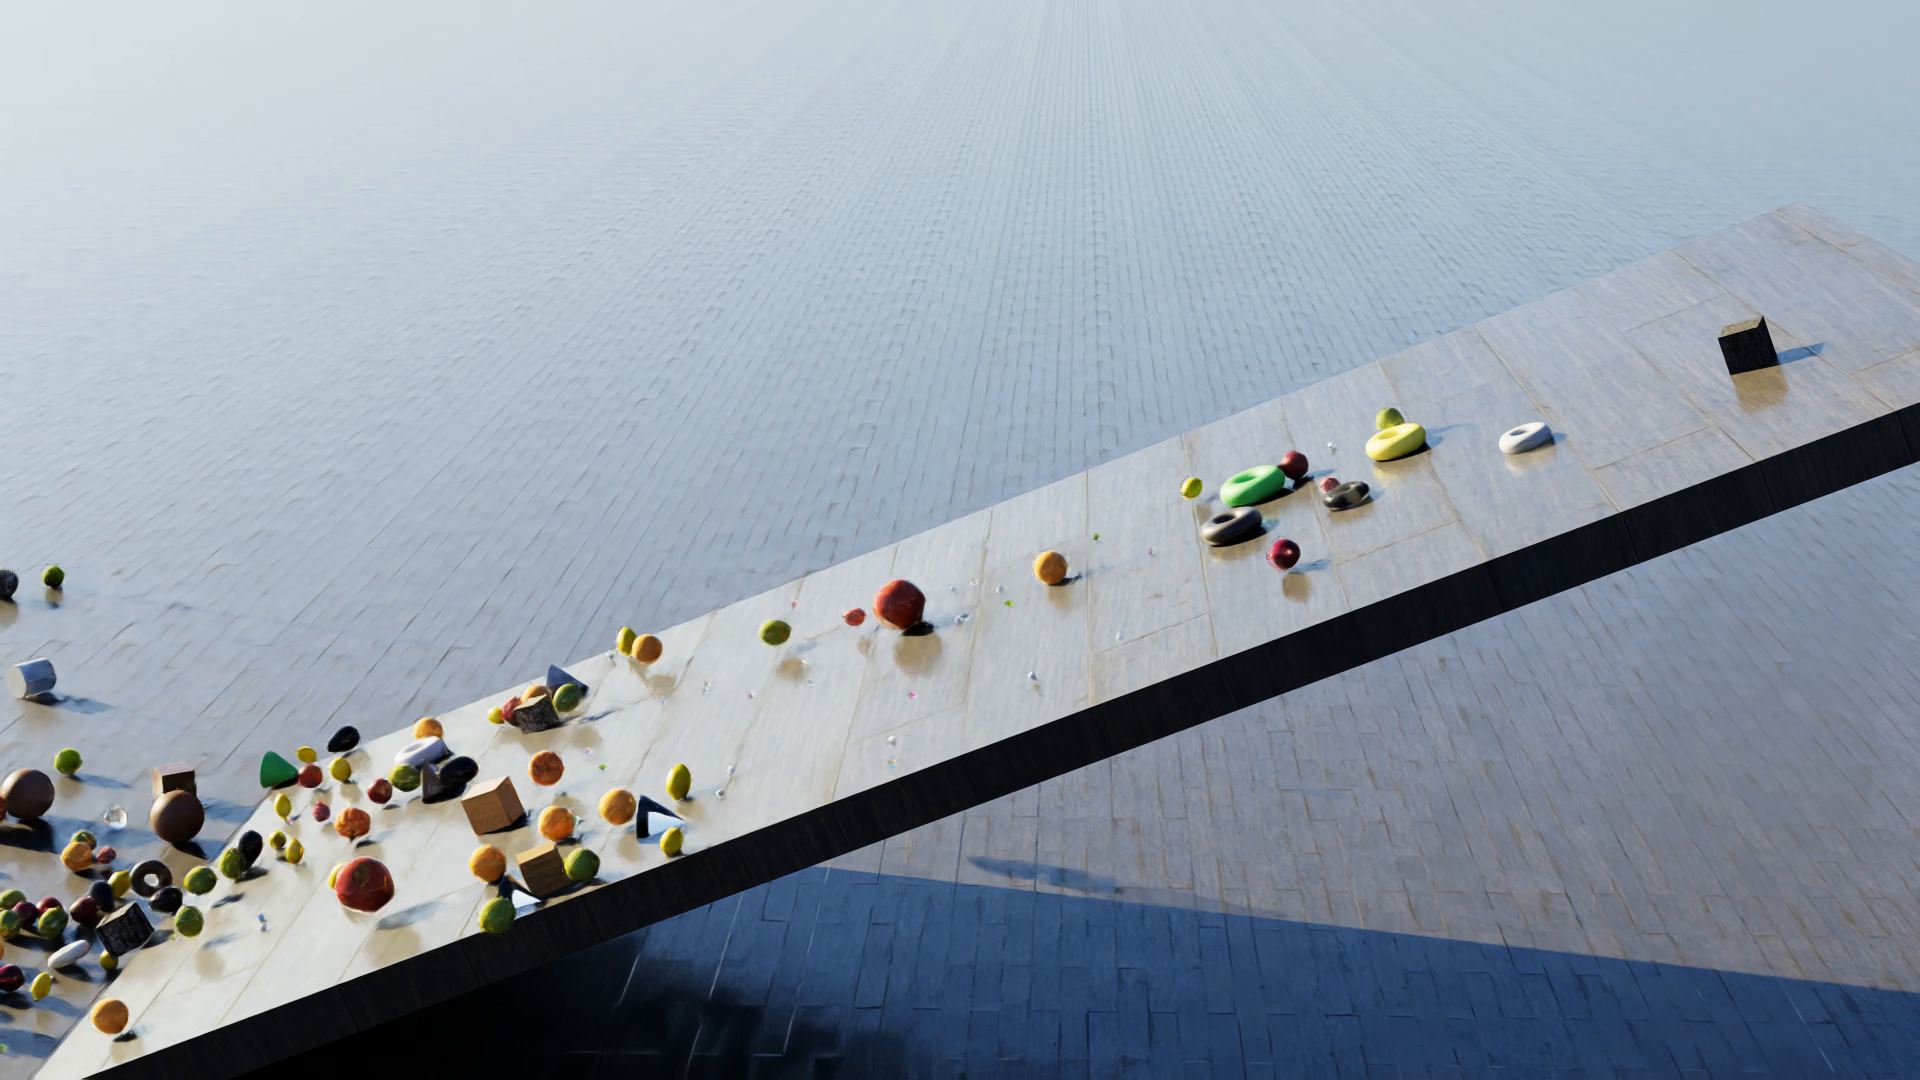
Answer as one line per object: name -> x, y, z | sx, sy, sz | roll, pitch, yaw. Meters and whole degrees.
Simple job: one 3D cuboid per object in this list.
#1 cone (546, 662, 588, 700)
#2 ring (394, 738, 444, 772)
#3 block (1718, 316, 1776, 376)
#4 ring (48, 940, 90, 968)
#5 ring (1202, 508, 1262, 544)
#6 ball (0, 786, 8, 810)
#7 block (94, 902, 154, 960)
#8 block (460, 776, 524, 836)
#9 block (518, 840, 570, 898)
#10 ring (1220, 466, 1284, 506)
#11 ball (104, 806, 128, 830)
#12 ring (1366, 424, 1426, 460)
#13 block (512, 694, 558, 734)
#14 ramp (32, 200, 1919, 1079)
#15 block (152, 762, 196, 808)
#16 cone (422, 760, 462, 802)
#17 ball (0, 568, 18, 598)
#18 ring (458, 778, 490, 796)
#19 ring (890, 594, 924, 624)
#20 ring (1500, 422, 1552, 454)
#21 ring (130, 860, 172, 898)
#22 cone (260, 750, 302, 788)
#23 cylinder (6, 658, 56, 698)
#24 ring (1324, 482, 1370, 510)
cone -> -0.938, 0.350, 7.073 | 0.097, 0.097, 0.097 | 8, 14, 3
ring -> -1.286, 0.510, 7.000 | 0.130, 0.043, 0.130 | -21, 13, 5
block -> 1.539, -0.381, 5.752 | 0.079, 0.079, 0.079 | -16, 14, 29
ring -> -1.958, 0.911, 6.466 | 0.096, 0.032, 0.096 | -26, 6, 3
ring -> 0.558, -0.029, 6.054 | 0.132, 0.044, 0.132 | -20, 13, 5
ball -> -2.459, 0.656, 7.483 | 0.072, 0.072, 0.072 | 0, 14, 0
block -> -1.818, 0.849, 6.400 | 0.079, 0.079, 0.079 | -27, 11, 10
block -> -0.977, 0.555, 6.146 | 0.083, 0.083, 0.083 | -19, 12, 17
block -> -0.784, 0.620, 5.536 | 0.074, 0.074, 0.074 | -23, 12, -6
ring -> 0.627, -0.115, 6.300 | 0.147, 0.049, 0.147 | -21, 13, 5
ball -> -2.108, 0.695, 7.350 | 0.058, 0.058, 0.058 | 0, 14, 0
ring -> 0.918, -0.206, 6.190 | 0.131, 0.044, 0.131 | -20, 13, 5
block -> -0.991, 0.407, 6.870 | 0.064, 0.064, 0.064 | -14, 14, 33
ramp -> 0.123, 0.174, 6.291 | 4.000, 0.100, 2.000 | -21, 12, 7
block -> -2.022, 0.629, 7.568 | 0.085, 0.085, 0.085 | -9, 16, -32
cone -> -1.159, 0.544, 6.615 | 0.096, 0.096, 0.096 | 4, 13, -8
ball -> -3.106, 0.141, 9.545 | 0.096, 0.096, 0.096 | 0, 14, 0
ring -> -1.059, 0.550, 6.483 | 0.095, 0.032, 0.095 | 10, 14, -3
ring -> -0.115, 0.151, 6.456 | 0.081, 0.027, 0.081 | -16, 37, 12
ring -> 1.120, -0.201, 5.825 | 0.106, 0.035, 0.106 | -20, 13, 5
ring -> -1.818, 0.762, 6.608 | 0.093, 0.093, 0.031 | -1, 15, -6
cone -> -1.699, 0.584, 7.412 | 0.097, 0.097, 0.097 | 8, 15, 9
cylinder -> -2.678, 0.398, 8.482 | 0.098, 0.098, 0.098 | 11, 18, 39
ring -> 0.781, -0.090, 5.948 | 0.098, 0.033, 0.098 | -20, 13, 5
